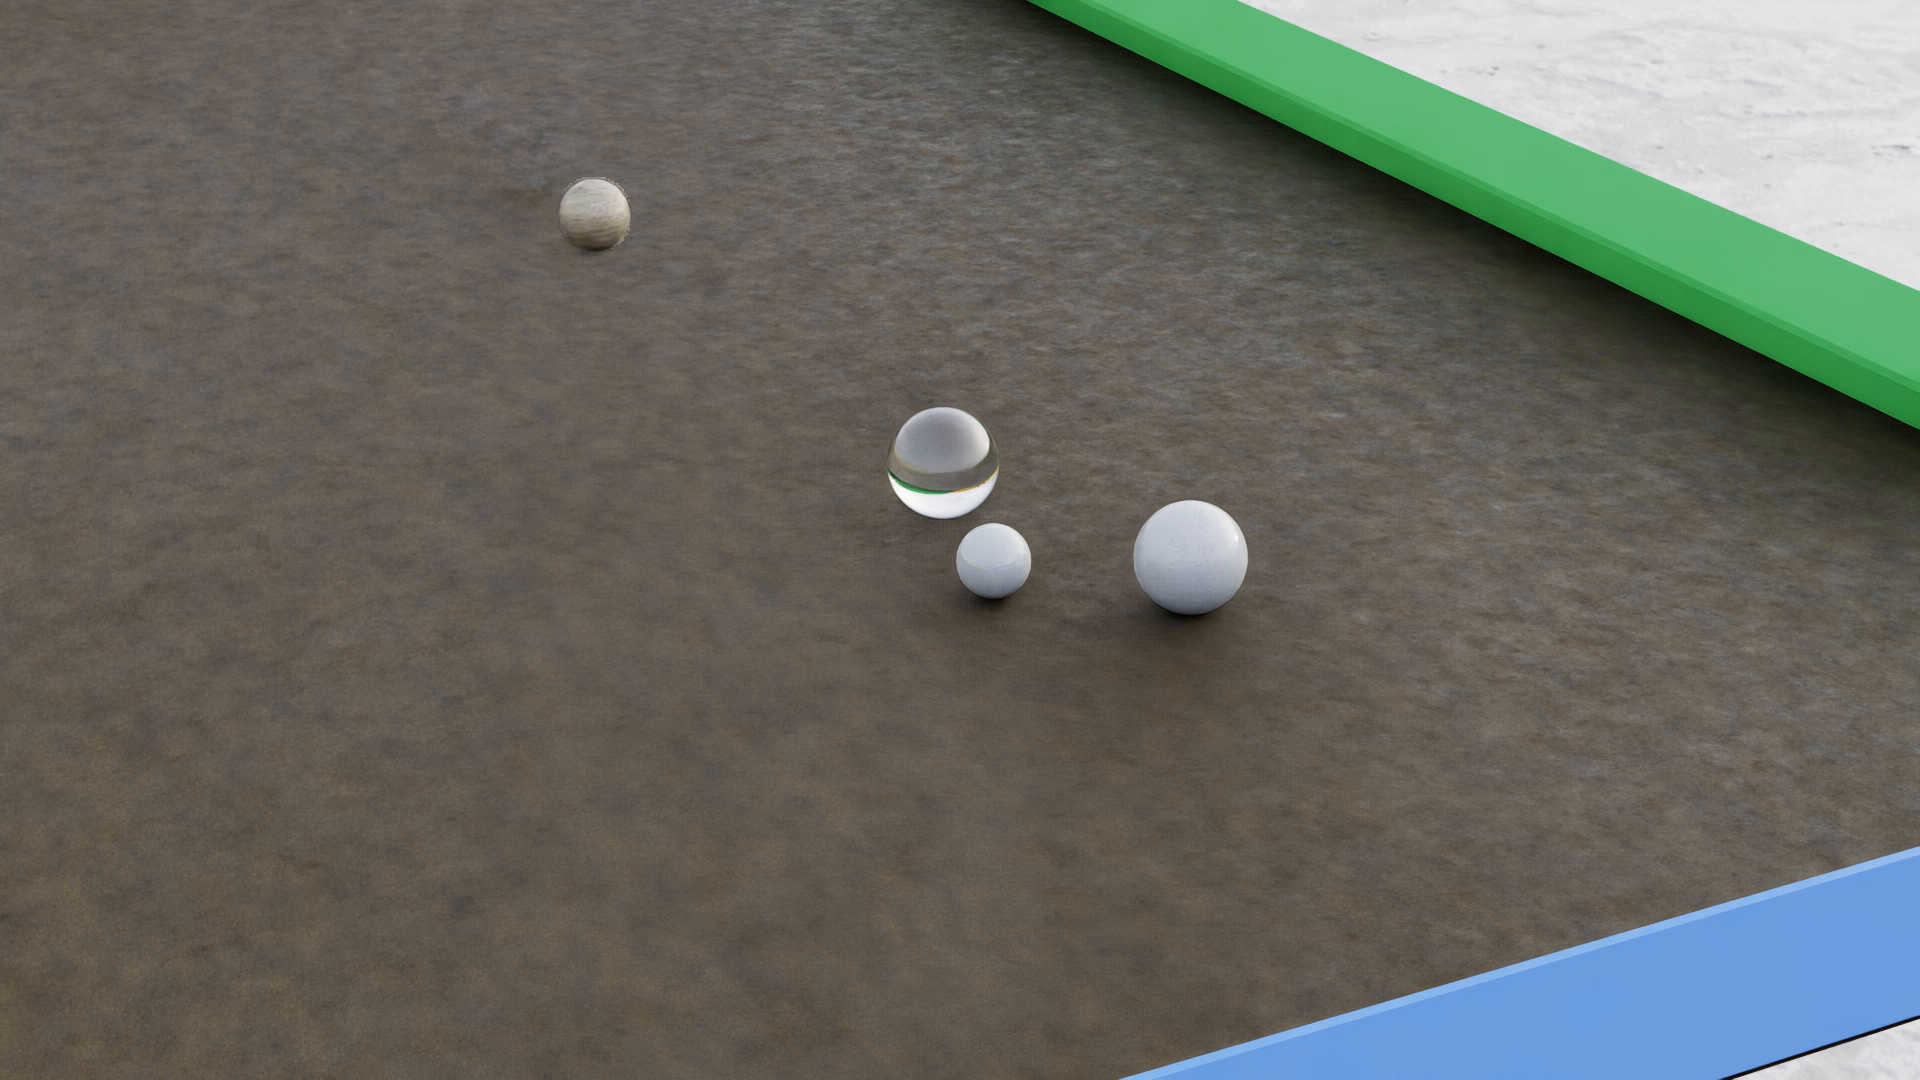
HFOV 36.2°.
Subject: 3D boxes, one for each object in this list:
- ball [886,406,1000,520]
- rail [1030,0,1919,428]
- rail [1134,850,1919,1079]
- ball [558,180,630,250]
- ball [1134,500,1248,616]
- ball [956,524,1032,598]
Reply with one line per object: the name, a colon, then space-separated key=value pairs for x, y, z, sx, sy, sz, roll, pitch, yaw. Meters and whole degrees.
ball: x=-0.013 y=-0.059 z=2.265 sx=0.087 sy=0.087 sz=0.087 roll=0 pitch=24 yaw=0
rail: x=0.415 y=-0.445 z=3.082 sx=0.045 sy=0.113 sz=2.984 roll=-11 pitch=27 yaw=-24
rail: x=0.318 y=0.250 z=1.550 sx=1.703 sy=0.113 sz=0.045 roll=-11 pitch=27 yaw=-24
ball: x=-0.354 y=-0.315 z=2.851 sx=0.069 sy=0.069 sz=0.069 roll=0 pitch=24 yaw=0
ball: x=0.166 y=0.013 z=2.111 sx=0.083 sy=0.083 sz=0.083 roll=0 pitch=24 yaw=0
ball: x=0.024 y=0.015 z=2.139 sx=0.055 sy=0.055 sz=0.055 roll=0 pitch=24 yaw=0
